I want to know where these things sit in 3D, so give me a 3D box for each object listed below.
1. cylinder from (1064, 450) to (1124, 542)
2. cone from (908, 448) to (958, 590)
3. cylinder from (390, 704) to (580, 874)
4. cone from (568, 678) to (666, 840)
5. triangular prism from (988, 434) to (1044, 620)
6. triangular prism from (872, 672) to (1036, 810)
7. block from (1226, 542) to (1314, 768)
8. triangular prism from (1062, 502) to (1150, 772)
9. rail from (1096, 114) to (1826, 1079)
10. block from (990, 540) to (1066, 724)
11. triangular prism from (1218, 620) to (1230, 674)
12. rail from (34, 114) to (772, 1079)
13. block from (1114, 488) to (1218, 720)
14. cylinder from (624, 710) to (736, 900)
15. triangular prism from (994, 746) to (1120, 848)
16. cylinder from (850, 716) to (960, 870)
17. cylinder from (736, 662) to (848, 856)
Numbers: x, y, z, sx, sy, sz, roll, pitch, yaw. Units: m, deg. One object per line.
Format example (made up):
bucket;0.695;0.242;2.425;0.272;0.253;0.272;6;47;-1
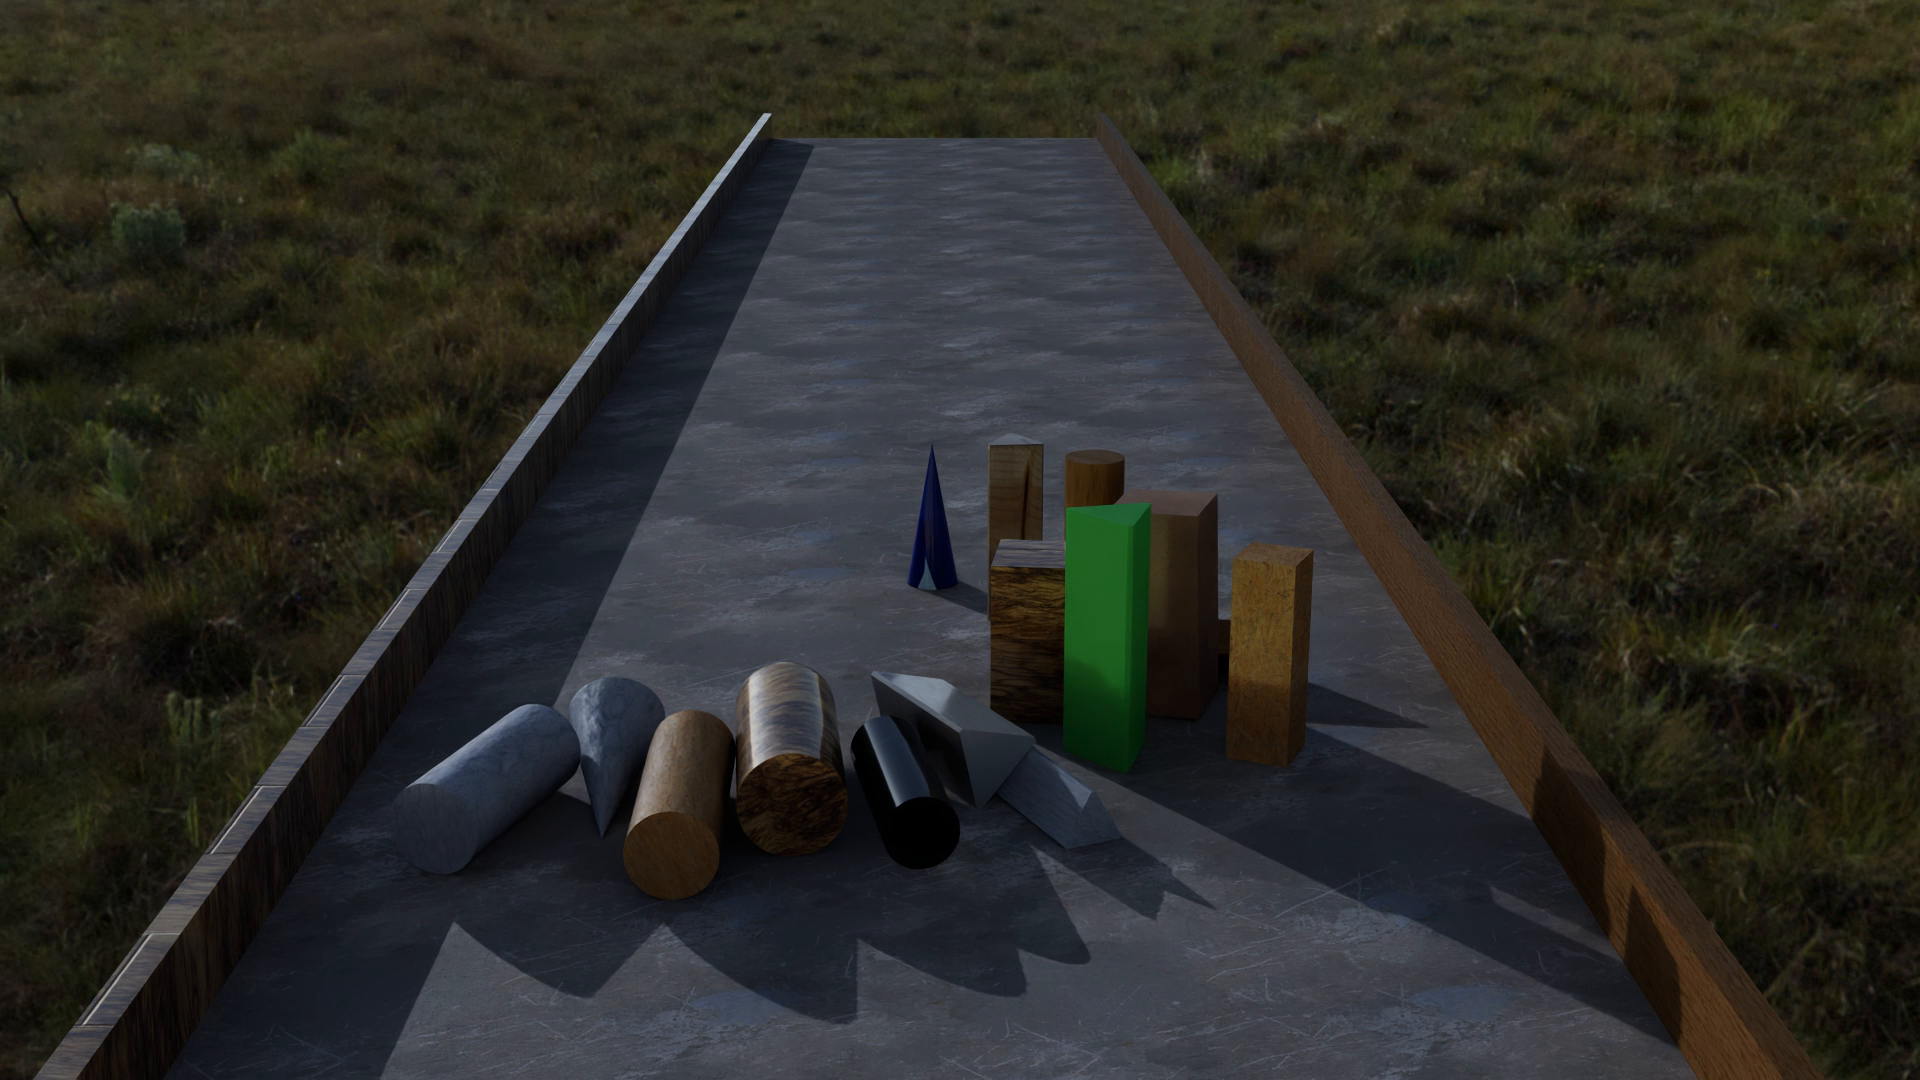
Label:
cylinder;0.267;0.031;4.406;0.117;0.408;0.117;0;17;0
cone;-0.061;-0.059;4.866;0.115;0.319;0.115;0;17;0
cylinder;-0.772;0.403;3.604;0.154;0.154;0.361;5;17;16
cone;-0.595;0.401;3.731;0.171;0.171;0.352;-1;30;-4
triangular prism;0.111;-0.029;4.653;0.114;0.383;0.099;-2;17;-5
triangular prism;-0.038;0.315;3.812;0.153;0.132;0.324;-50;32;-8
block;0.548;0.202;3.896;0.113;0.371;0.113;7;18;24
triangular prism;0.285;0.164;3.886;0.132;0.451;0.153;-15;22;-41
rail;0.932;-0.844;7.801;0.050;0.150;12.000;0;17;-1
block;0.152;0.171;4.119;0.172;0.304;0.172;2;17;7
triangular prism;0.456;0.196;4.320;0.418;0.092;0.107;3;-22;11
rail;-1.118;-0.838;7.780;0.050;0.150;12.000;0;17;-1
block;0.384;0.117;4.135;0.170;0.391;0.170;3;17;19
cylinder;-0.448;0.420;3.556;0.147;0.147;0.428;-1;17;-2
triangular prism;0.130;0.398;3.723;0.104;0.090;0.390;-8;18;-25
cylinder;-0.094;0.411;3.629;0.123;0.123;0.358;-3;17;-11
cylinder;-0.288;0.361;3.702;0.178;0.178;0.431;-2;17;-6
